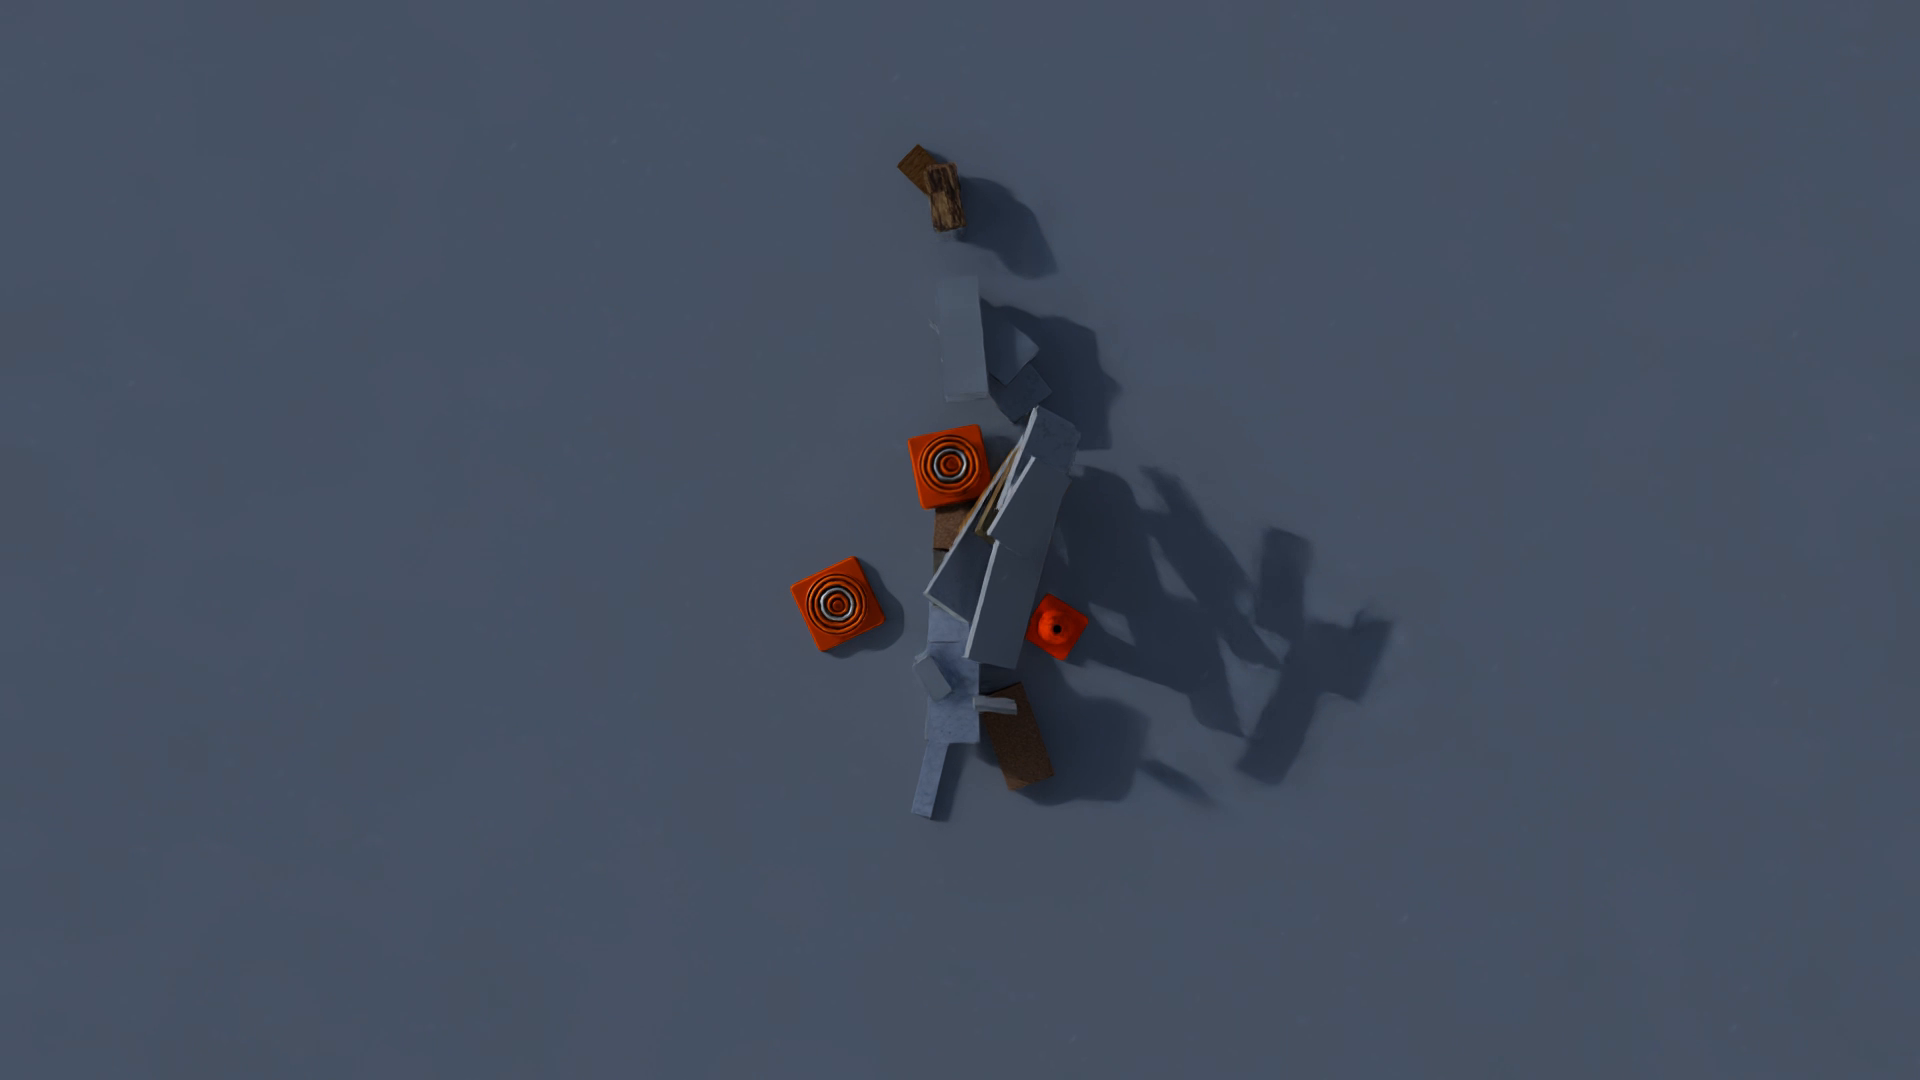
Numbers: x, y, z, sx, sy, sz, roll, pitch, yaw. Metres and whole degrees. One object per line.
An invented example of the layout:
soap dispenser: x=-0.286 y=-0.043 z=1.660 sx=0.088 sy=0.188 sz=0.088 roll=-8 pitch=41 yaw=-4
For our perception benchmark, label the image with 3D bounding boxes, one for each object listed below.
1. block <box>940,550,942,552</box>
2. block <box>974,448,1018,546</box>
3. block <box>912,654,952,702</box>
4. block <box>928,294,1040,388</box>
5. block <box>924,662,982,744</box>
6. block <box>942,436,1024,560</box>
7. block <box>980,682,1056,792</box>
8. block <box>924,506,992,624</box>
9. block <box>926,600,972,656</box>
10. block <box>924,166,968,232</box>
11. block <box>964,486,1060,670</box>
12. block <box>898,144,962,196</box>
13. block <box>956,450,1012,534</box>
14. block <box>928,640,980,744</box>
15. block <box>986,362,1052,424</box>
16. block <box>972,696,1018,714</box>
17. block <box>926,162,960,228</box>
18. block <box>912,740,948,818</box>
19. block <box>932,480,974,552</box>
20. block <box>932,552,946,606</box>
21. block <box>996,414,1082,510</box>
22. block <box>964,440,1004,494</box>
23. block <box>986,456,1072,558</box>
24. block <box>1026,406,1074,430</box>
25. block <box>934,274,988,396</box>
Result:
block: x=-0.019 y=0.010 z=5.460 sx=0.090 sy=0.026 sz=0.180 roll=2 pitch=73 yaw=-1
block: x=0.190 y=-0.119 z=5.286 sx=0.170 sy=0.048 sz=0.339 roll=34 pitch=62 yaw=-14
block: x=-0.090 y=0.444 z=5.303 sx=0.068 sy=0.019 sz=0.137 roll=-33 pitch=95 yaw=-1
block: x=0.080 y=-0.677 z=5.428 sx=0.338 sy=0.048 sz=0.169 roll=41 pitch=90 yaw=0
block: x=-0.021 y=0.499 z=5.437 sx=0.163 sy=0.046 sz=0.326 roll=5 pitch=77 yaw=2
block: x=0.148 y=-0.092 z=5.354 sx=0.170 sy=0.048 sz=0.506 roll=37 pitch=73 yaw=-13
block: x=0.184 y=0.653 z=5.477 sx=0.162 sy=0.046 sz=0.325 roll=-20 pitch=90 yaw=0
block: x=0.043 y=0.078 z=5.244 sx=0.170 sy=0.048 sz=0.339 roll=36 pitch=73 yaw=-13
block: x=-0.024 y=0.301 z=5.434 sx=0.163 sy=0.046 sz=0.326 roll=3 pitch=74 yaw=0
block: x=-0.049 y=-1.120 z=5.421 sx=0.100 sy=0.028 sz=0.201 roll=-14 pitch=86 yaw=0
block: x=0.164 y=0.120 z=5.182 sx=0.162 sy=0.046 sz=0.556 roll=14 pitch=92 yaw=-18
block: x=-0.102 y=-1.209 z=5.486 sx=0.201 sy=0.028 sz=0.100 roll=44 pitch=90 yaw=0
block: x=0.152 y=-0.115 z=5.410 sx=0.169 sy=0.048 sz=0.338 roll=38 pitch=73 yaw=-13
block: x=-0.021 y=0.492 z=5.344 sx=0.163 sy=0.046 sz=0.326 roll=-1 pitch=93 yaw=-2
block: x=0.136 y=-0.570 z=5.476 sx=0.169 sy=0.048 sz=0.338 roll=-38 pitch=90 yaw=0
block: x=0.112 y=0.529 z=5.298 sx=0.137 sy=0.068 sz=0.019 roll=7 pitch=112 yaw=-8
block: x=-0.052 y=-1.142 z=5.457 sx=0.100 sy=0.028 sz=0.201 roll=-6 pitch=90 yaw=0
block: x=-0.071 y=0.667 z=5.490 sx=0.068 sy=0.019 sz=0.509 roll=13 pitch=90 yaw=0
block: x=-0.023 y=-0.079 z=5.453 sx=0.117 sy=0.033 sz=0.235 roll=4 pitch=75 yaw=0
block: x=-0.042 y=0.127 z=5.395 sx=0.090 sy=0.026 sz=0.180 roll=-1 pitch=72 yaw=-1
block: x=0.249 y=-0.219 z=5.224 sx=0.162 sy=0.046 sz=0.325 roll=22 pitch=87 yaw=-19
block: x=0.113 y=-0.200 z=5.483 sx=0.117 sy=0.033 sz=0.235 roll=-21 pitch=90 yaw=0
block: x=0.214 y=-0.102 z=5.125 sx=0.141 sy=0.040 sz=0.282 roll=32 pitch=87 yaw=-18
block: x=0.266 y=-0.280 z=5.324 sx=0.141 sy=0.040 sz=0.282 roll=26 pitch=64 yaw=-18
block: x=0.003 y=-0.669 z=5.384 sx=0.141 sy=0.040 sz=0.388 roll=-6 pitch=90 yaw=0
